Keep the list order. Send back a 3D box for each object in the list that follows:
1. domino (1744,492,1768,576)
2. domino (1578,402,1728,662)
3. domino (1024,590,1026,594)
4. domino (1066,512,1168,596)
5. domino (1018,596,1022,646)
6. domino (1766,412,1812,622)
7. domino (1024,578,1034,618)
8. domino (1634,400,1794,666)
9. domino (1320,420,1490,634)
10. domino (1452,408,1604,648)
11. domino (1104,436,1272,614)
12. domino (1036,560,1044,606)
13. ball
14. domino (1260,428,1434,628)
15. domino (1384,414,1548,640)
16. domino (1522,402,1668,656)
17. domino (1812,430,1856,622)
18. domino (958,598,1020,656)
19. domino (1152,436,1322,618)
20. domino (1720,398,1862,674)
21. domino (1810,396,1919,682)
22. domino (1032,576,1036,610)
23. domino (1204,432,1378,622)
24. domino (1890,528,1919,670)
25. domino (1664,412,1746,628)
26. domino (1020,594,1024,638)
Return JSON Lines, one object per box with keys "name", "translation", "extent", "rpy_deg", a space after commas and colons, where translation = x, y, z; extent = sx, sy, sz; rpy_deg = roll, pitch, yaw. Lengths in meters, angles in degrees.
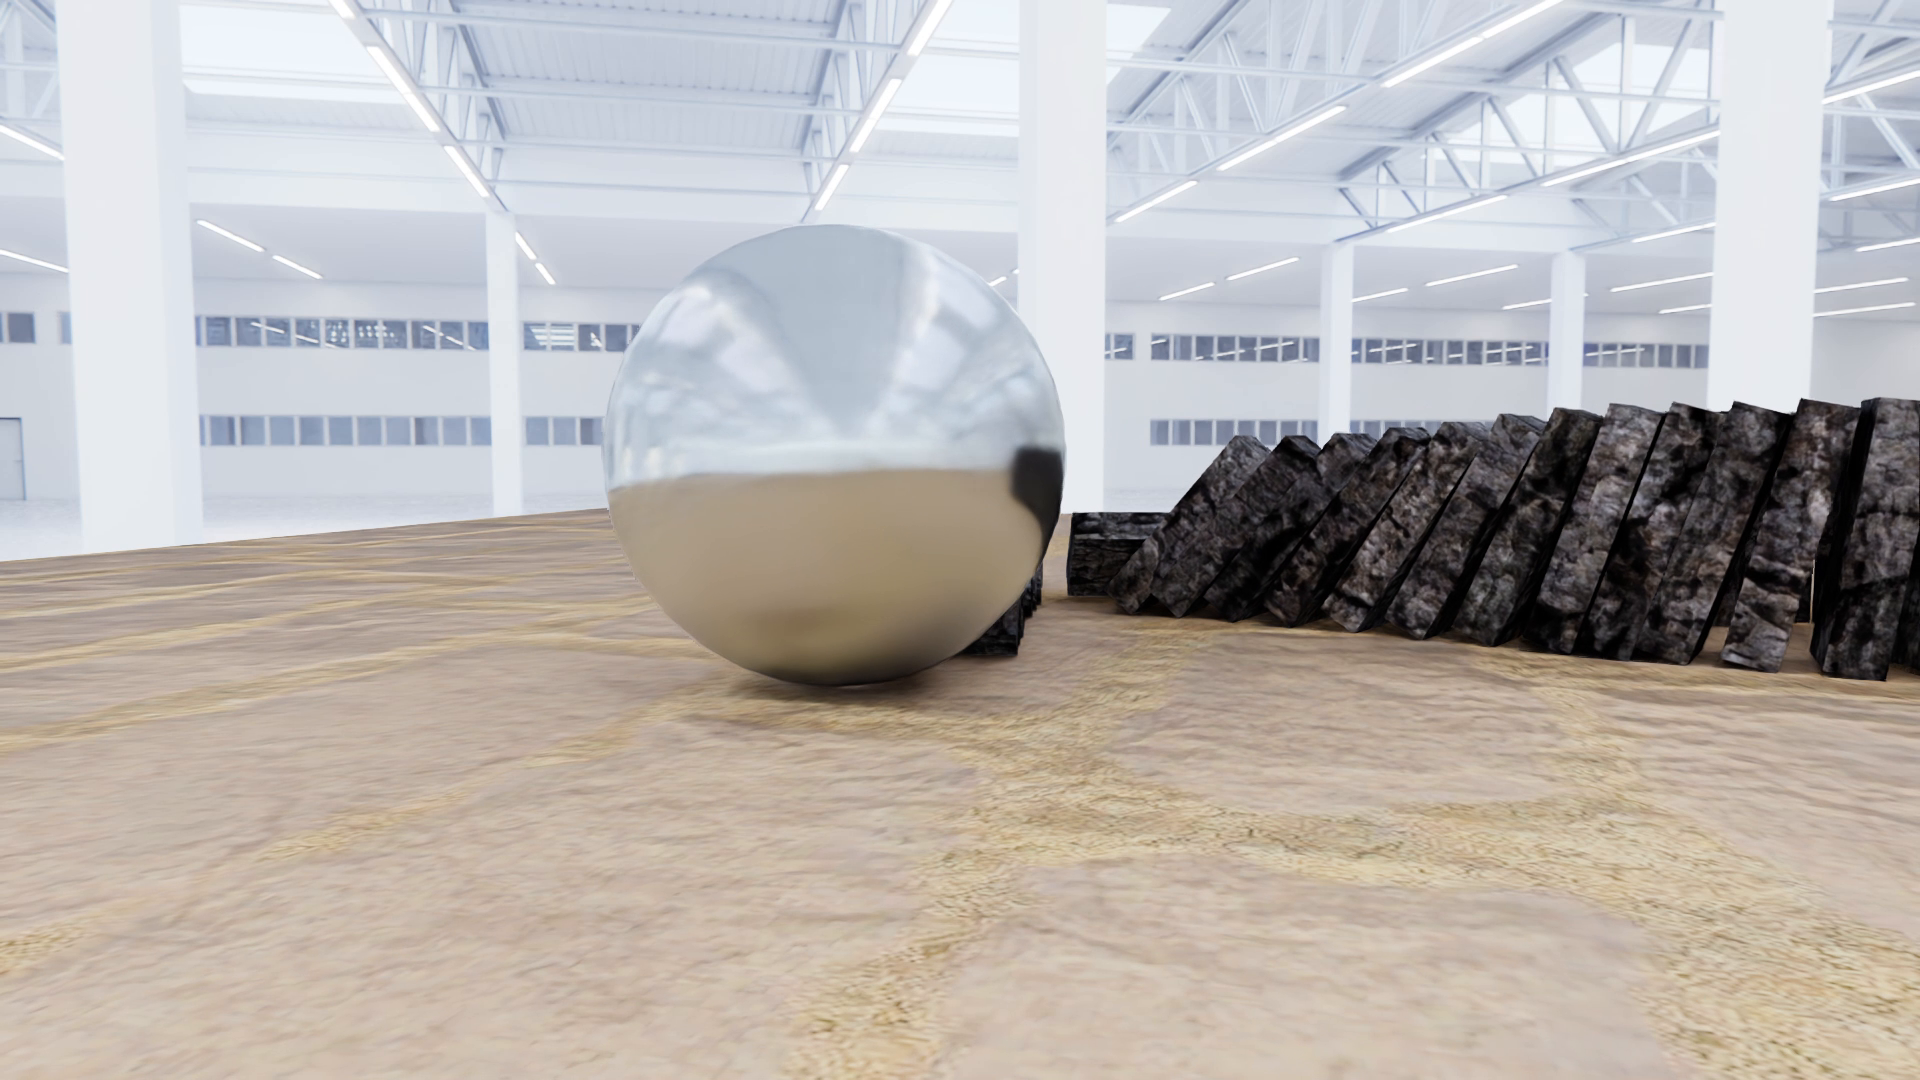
{"name": "domino", "translation": [0.185, -0.006, 0.318], "extent": [0.009, 0.050, 0.025], "rpy_deg": [-1, 4, -13]}
{"name": "domino", "translation": [0.140, -0.002, 0.257], "extent": [0.010, 0.050, 0.025], "rpy_deg": [23, 17, 32]}
{"name": "domino", "translation": [0.003, -0.004, 0.302], "extent": [0.025, 0.050, 0.009], "rpy_deg": [0, -30, 5]}
{"name": "domino", "translation": [0.055, 0.004, 0.352], "extent": [0.050, 0.010, 0.025], "rpy_deg": [0, -40, -1]}
{"name": "domino", "translation": [0.001, -0.002, 0.279], "extent": [0.025, 0.050, 0.010], "rpy_deg": [0, -30, 5]}
{"name": "domino", "translation": [0.200, -0.006, 0.316], "extent": [0.009, 0.050, 0.025], "rpy_deg": [1, 4, 11]}
{"name": "domino", "translation": [0.006, -0.005, 0.325], "extent": [0.025, 0.050, 0.010], "rpy_deg": [0, -30, 5]}
{"name": "domino", "translation": [0.149, -0.002, 0.252], "extent": [0.009, 0.050, 0.025], "rpy_deg": [23, 17, 32]}
{"name": "domino", "translation": [0.103, -0.003, 0.290], "extent": [0.009, 0.050, 0.025], "rpy_deg": [41, 27, 29]}
{"name": "domino", "translation": [0.123, -0.003, 0.273], "extent": [0.009, 0.050, 0.025], "rpy_deg": [30, 21, 33]}
{"name": "domino", "translation": [0.059, -0.004, 0.324], "extent": [0.009, 0.050, 0.025], "rpy_deg": [43, 18, 14]}
{"name": "domino", "translation": [0.011, -0.004, 0.354], "extent": [0.025, 0.009, 0.050], "rpy_deg": [2, 43, 5]}
{"name": "ball", "translation": [-0.021, -0.014, 0.225], "extent": [0.080, 0.080, 0.080], "rpy_deg": [0, 4, 0]}
{"name": "domino", "translation": [0.093, -0.003, 0.298], "extent": [0.009, 0.050, 0.025], "rpy_deg": [43, 27, 26]}
{"name": "domino", "translation": [0.113, -0.003, 0.281], "extent": [0.009, 0.050, 0.025], "rpy_deg": [36, 24, 31]}
{"name": "domino", "translation": [0.133, -0.003, 0.264], "extent": [0.009, 0.050, 0.025], "rpy_deg": [24, 18, 34]}
{"name": "domino", "translation": [0.214, -0.006, 0.311], "extent": [0.009, 0.050, 0.025], "rpy_deg": [3, 5, 34]}
{"name": "domino", "translation": [0.000, -0.001, 0.268], "extent": [0.025, 0.050, 0.009], "rpy_deg": [0, -30, 5]}
{"name": "domino", "translation": [0.070, -0.003, 0.317], "extent": [0.009, 0.050, 0.025], "rpy_deg": [44, 20, 16]}
{"name": "domino", "translation": [0.159, -0.001, 0.246], "extent": [0.009, 0.050, 0.025], "rpy_deg": [18, 13, 32]}
{"name": "domino", "translation": [0.171, -0.001, 0.240], "extent": [0.009, 0.050, 0.025], "rpy_deg": [11, 9, 28]}
{"name": "domino", "translation": [0.008, -0.006, 0.337], "extent": [0.025, 0.050, 0.009], "rpy_deg": [0, -31, 5]}
{"name": "domino", "translation": [0.081, -0.003, 0.307], "extent": [0.009, 0.050, 0.025], "rpy_deg": [45, 26, 23]}
{"name": "domino", "translation": [0.184, 0.000, 0.235], "extent": [0.009, 0.050, 0.025], "rpy_deg": [7, 5, 9]}
{"name": "domino", "translation": [0.173, -0.005, 0.307], "extent": [0.025, 0.050, 0.009], "rpy_deg": [4, 6, 40]}
{"name": "domino", "translation": [0.002, -0.003, 0.291], "extent": [0.025, 0.050, 0.009], "rpy_deg": [0, -30, 5]}
